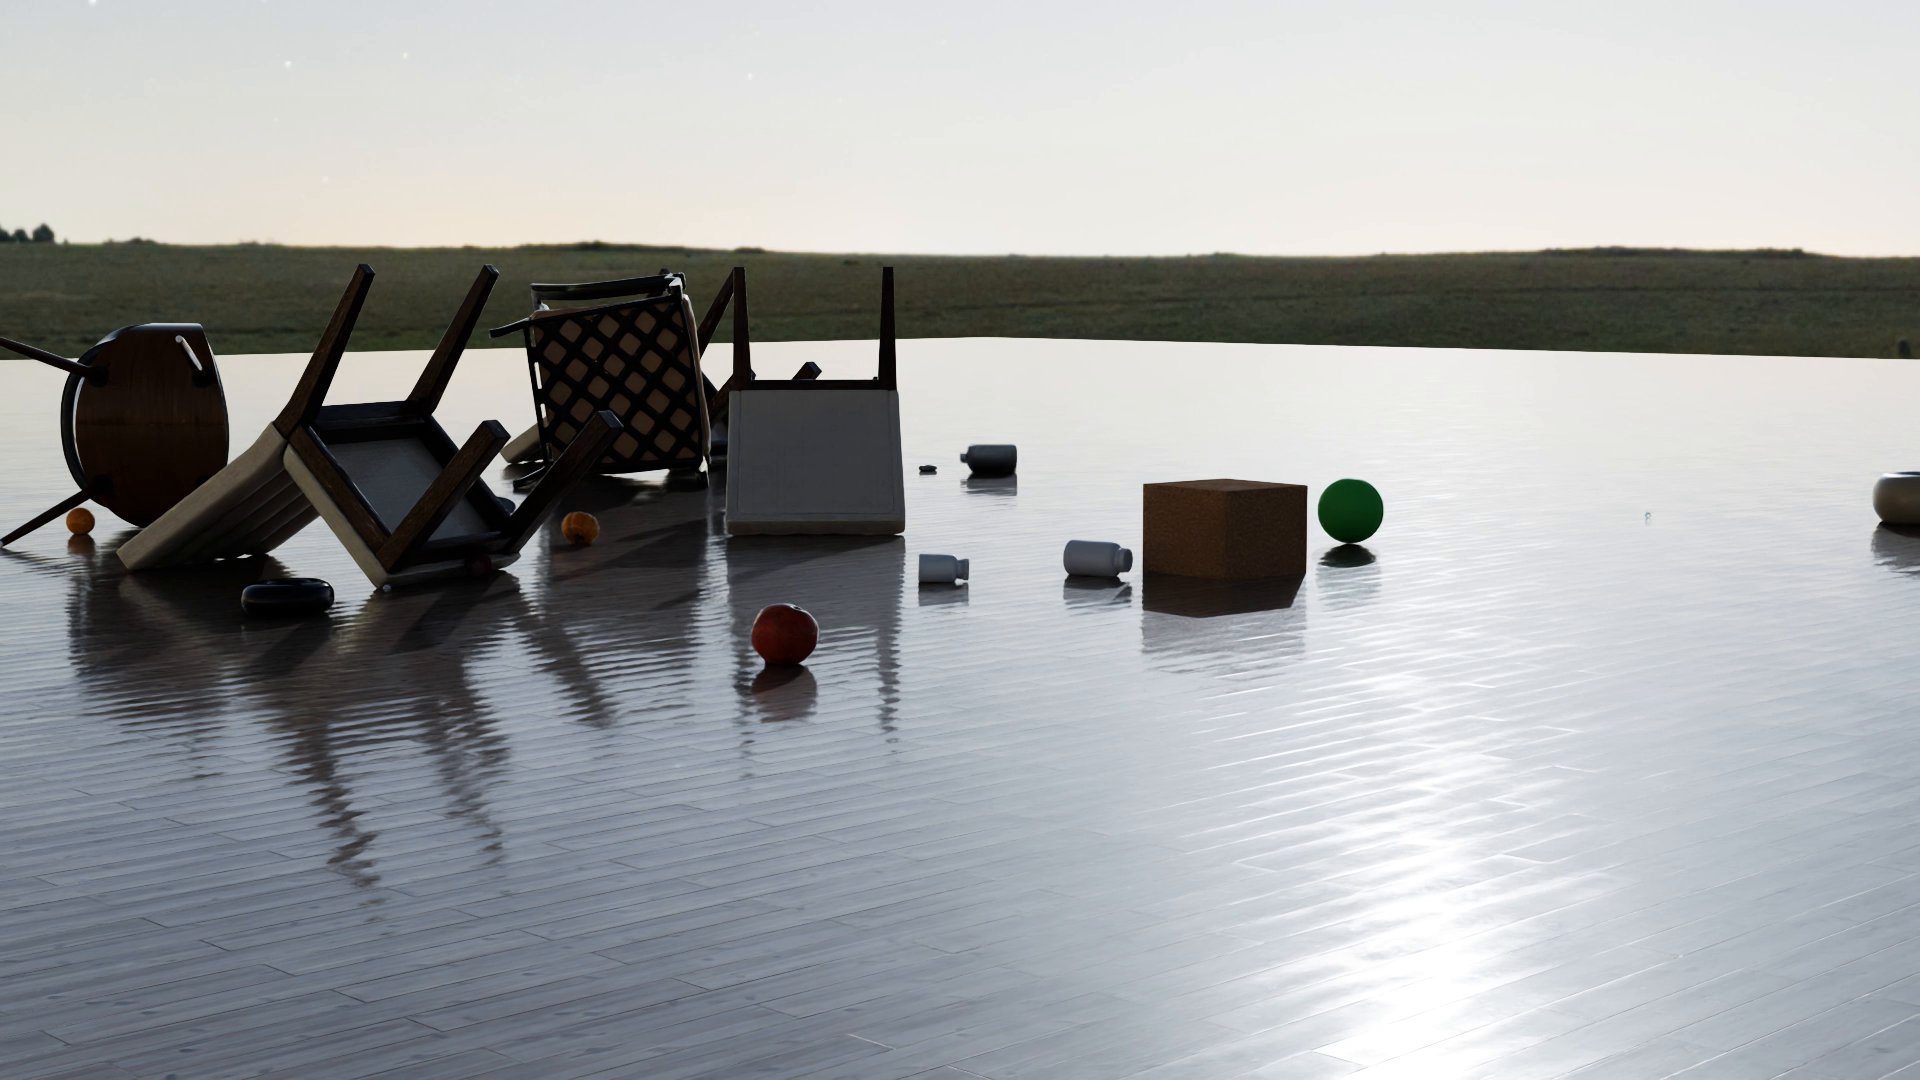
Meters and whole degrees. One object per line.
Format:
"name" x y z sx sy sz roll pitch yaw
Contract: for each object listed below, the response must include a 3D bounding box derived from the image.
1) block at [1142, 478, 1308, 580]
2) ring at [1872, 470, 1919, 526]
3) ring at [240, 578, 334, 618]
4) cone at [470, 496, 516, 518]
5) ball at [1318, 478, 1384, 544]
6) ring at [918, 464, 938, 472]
"block" 0.591 -0.027 5.730 0.255 0.194 0.262 -5 8 -39
"ring" 2.581 -0.112 6.860 0.262 0.133 0.330 -1 4 2
"ring" -1.313 0.112 5.015 0.173 0.064 0.208 0 5 9
"cone" -1.278 -0.076 7.009 0.127 0.070 0.052 -3 -27 -14
"ball" 0.963 -0.073 6.320 0.163 0.163 0.163 0 6 0
"ring" -0.109 -0.245 8.699 0.057 0.018 0.076 5 8 33
